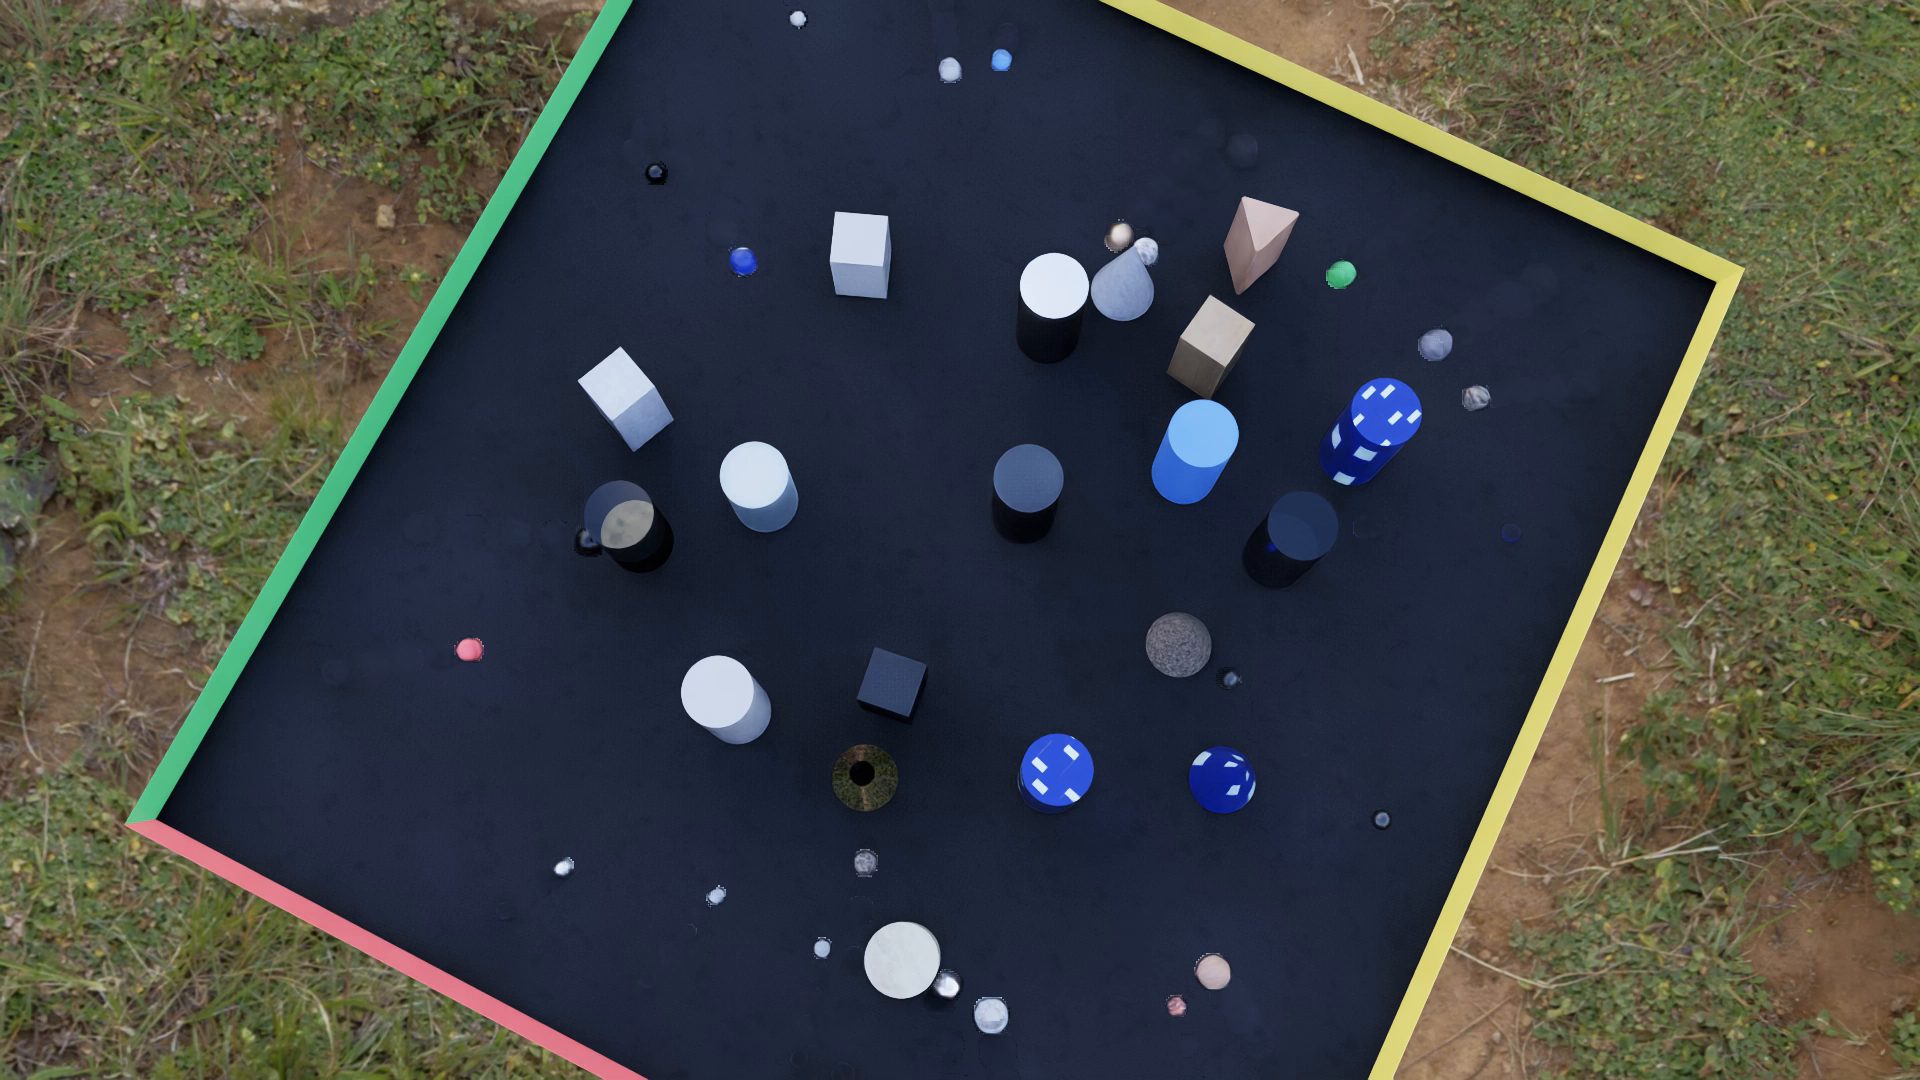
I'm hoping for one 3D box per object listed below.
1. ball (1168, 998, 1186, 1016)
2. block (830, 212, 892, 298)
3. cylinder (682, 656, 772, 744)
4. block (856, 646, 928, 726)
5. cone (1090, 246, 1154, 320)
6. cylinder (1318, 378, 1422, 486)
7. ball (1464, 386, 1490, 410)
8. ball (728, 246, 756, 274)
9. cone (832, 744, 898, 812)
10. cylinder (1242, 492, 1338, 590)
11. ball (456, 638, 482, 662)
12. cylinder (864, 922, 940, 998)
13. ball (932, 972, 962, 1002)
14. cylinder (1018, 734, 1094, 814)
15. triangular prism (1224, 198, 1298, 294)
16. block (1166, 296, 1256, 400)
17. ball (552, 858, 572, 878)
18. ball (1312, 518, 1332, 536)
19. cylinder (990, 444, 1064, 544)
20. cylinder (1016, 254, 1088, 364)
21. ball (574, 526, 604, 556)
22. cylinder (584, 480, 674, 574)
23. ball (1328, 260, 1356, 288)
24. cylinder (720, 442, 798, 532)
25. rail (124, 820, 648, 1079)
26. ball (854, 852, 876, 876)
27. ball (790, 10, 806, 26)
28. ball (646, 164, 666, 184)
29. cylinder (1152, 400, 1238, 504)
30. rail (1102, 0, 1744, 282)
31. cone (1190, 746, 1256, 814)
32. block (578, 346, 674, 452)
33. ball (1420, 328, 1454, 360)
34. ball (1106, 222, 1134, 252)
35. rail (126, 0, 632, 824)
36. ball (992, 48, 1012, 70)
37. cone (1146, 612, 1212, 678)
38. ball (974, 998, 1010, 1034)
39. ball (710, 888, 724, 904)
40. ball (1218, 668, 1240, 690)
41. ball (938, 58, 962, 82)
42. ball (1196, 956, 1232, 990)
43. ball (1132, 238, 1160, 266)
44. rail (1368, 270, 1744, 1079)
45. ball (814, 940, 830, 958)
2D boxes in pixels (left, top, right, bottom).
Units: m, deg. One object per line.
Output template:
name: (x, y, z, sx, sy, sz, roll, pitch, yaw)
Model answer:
ball: (0.627, 1.353, 5.309, 0.053, 0.053, 0.053, 0, 78, 0)
block: (-0.304, -0.875, 5.649, 0.160, 0.292, 0.160, 5, 78, 1)
cylinder: (-0.667, 0.466, 5.274, 0.200, 0.483, 0.200, 0, 78, 0)
block: (-0.196, 0.433, 5.403, 0.160, 0.242, 0.160, 18, 79, 4)
cone: (0.513, -0.827, 5.584, 0.200, 0.398, 0.200, 0, 78, 0)
cylinder: (1.210, -0.315, 5.435, 0.200, 0.484, 0.200, 0, 78, 0)
ball: (1.598, -0.440, 5.668, 0.078, 0.078, 0.078, 0, 78, 0)
ball: (-0.682, -0.877, 5.754, 0.088, 0.088, 0.088, 0, 78, 0)
cone: (-0.283, 0.679, 5.321, 0.200, 0.305, 0.200, 0, 78, 0)
cylinder: (0.962, 0.008, 5.373, 0.200, 0.475, 0.200, 0, 78, 0)
ball: (-1.476, 0.332, 5.511, 0.073, 0.073, 0.073, 0, 78, 0)
cylinder: (-0.156, 1.170, 5.128, 0.200, 0.483, 0.200, 0, 78, 0)
ball: (-0.036, 1.292, 5.301, 0.085, 0.085, 0.085, 0, 78, 0)
cylinder: (0.271, 0.677, 5.278, 0.200, 0.388, 0.200, 0, 78, 0)
triangular prism: (0.889, -0.923, 5.611, 0.173, 0.386, 0.150, -42, 81, -8)
block: (0.756, -0.577, 5.551, 0.160, 0.362, 0.160, 35, 80, 7)
ball: (-1.167, 0.967, 5.387, 0.058, 0.058, 0.058, 0, 78, 0)
ball: (1.106, -0.039, 5.596, 0.057, 0.057, 0.057, 0, 78, 0)
cylinder: (0.194, -0.129, 5.413, 0.200, 0.451, 0.200, 0, 78, 0)
cylinder: (0.274, -0.694, 5.535, 0.200, 0.442, 0.200, 0, 78, 0)
ball: (-1.122, 0.001, 5.566, 0.093, 0.093, 0.093, 0, 78, 0)
cylinder: (-0.976, -0.035, 5.430, 0.200, 0.380, 0.200, 0, 78, 0)
ball: (1.198, -0.834, 5.746, 0.085, 0.085, 0.085, 0, 78, 0)
cylinder: (-0.597, -0.155, 5.478, 0.200, 0.335, 0.200, 0, 78, 0)
rail: (-0.814, 1.602, 5.218, 3.576, 0.130, 0.045, 26, 80, 5)
ball: (-0.278, 0.951, 5.385, 0.069, 0.069, 0.069, 0, 78, 0)
ball: (-0.525, -1.690, 5.941, 0.049, 0.049, 0.049, 0, 78, 0)
ball: (-0.968, -1.164, 5.825, 0.065, 0.065, 0.065, 0, 78, 0)
cylinder: (0.691, -0.255, 5.430, 0.200, 0.468, 0.200, 0, 78, 0)
rail: (0.814, -1.588, 5.878, 3.576, 0.130, 0.045, 26, 80, 5)
cone: (0.783, 0.670, 5.248, 0.200, 0.451, 0.200, 0, 78, 0)
block: (-1.001, -0.419, 5.517, 0.160, 0.365, 0.160, -40, 81, -8)
ball: (1.482, -0.608, 5.692, 0.098, 0.098, 0.098, 0, 78, 0)
ball: (0.505, -0.955, 5.768, 0.090, 0.090, 0.090, 0, 78, 0)
rail: (-1.578, -0.766, 5.708, 0.045, 0.130, 3.689, 26, 80, 5)
ball: (0.134, -1.549, 5.904, 0.065, 0.065, 0.065, 0, 78, 0)
cone: (0.663, 0.278, 5.365, 0.200, 0.380, 0.200, 0, 78, 0)
ball: (0.092, 1.373, 5.281, 0.100, 0.100, 0.100, 0, 78, 0)
ball: (-0.713, 1.045, 5.377, 0.046, 0.046, 0.046, 0, 78, 0)
ball: (0.807, 0.418, 5.498, 0.063, 0.063, 0.063, 0, 78, 0)
ball: (-0.032, -1.513, 5.892, 0.074, 0.074, 0.074, 0, 78, 0)
ball: (0.736, 1.254, 5.307, 0.098, 0.098, 0.098, 0, 78, 0)
ball: (0.581, -0.907, 5.758, 0.088, 0.088, 0.088, 0, 78, 0)
rail: (1.578, 0.780, 5.388, 0.045, 0.130, 3.689, 26, 80, 5)
ball: (-0.401, 1.192, 5.345, 0.049, 0.049, 0.049, 0, 78, 0)
